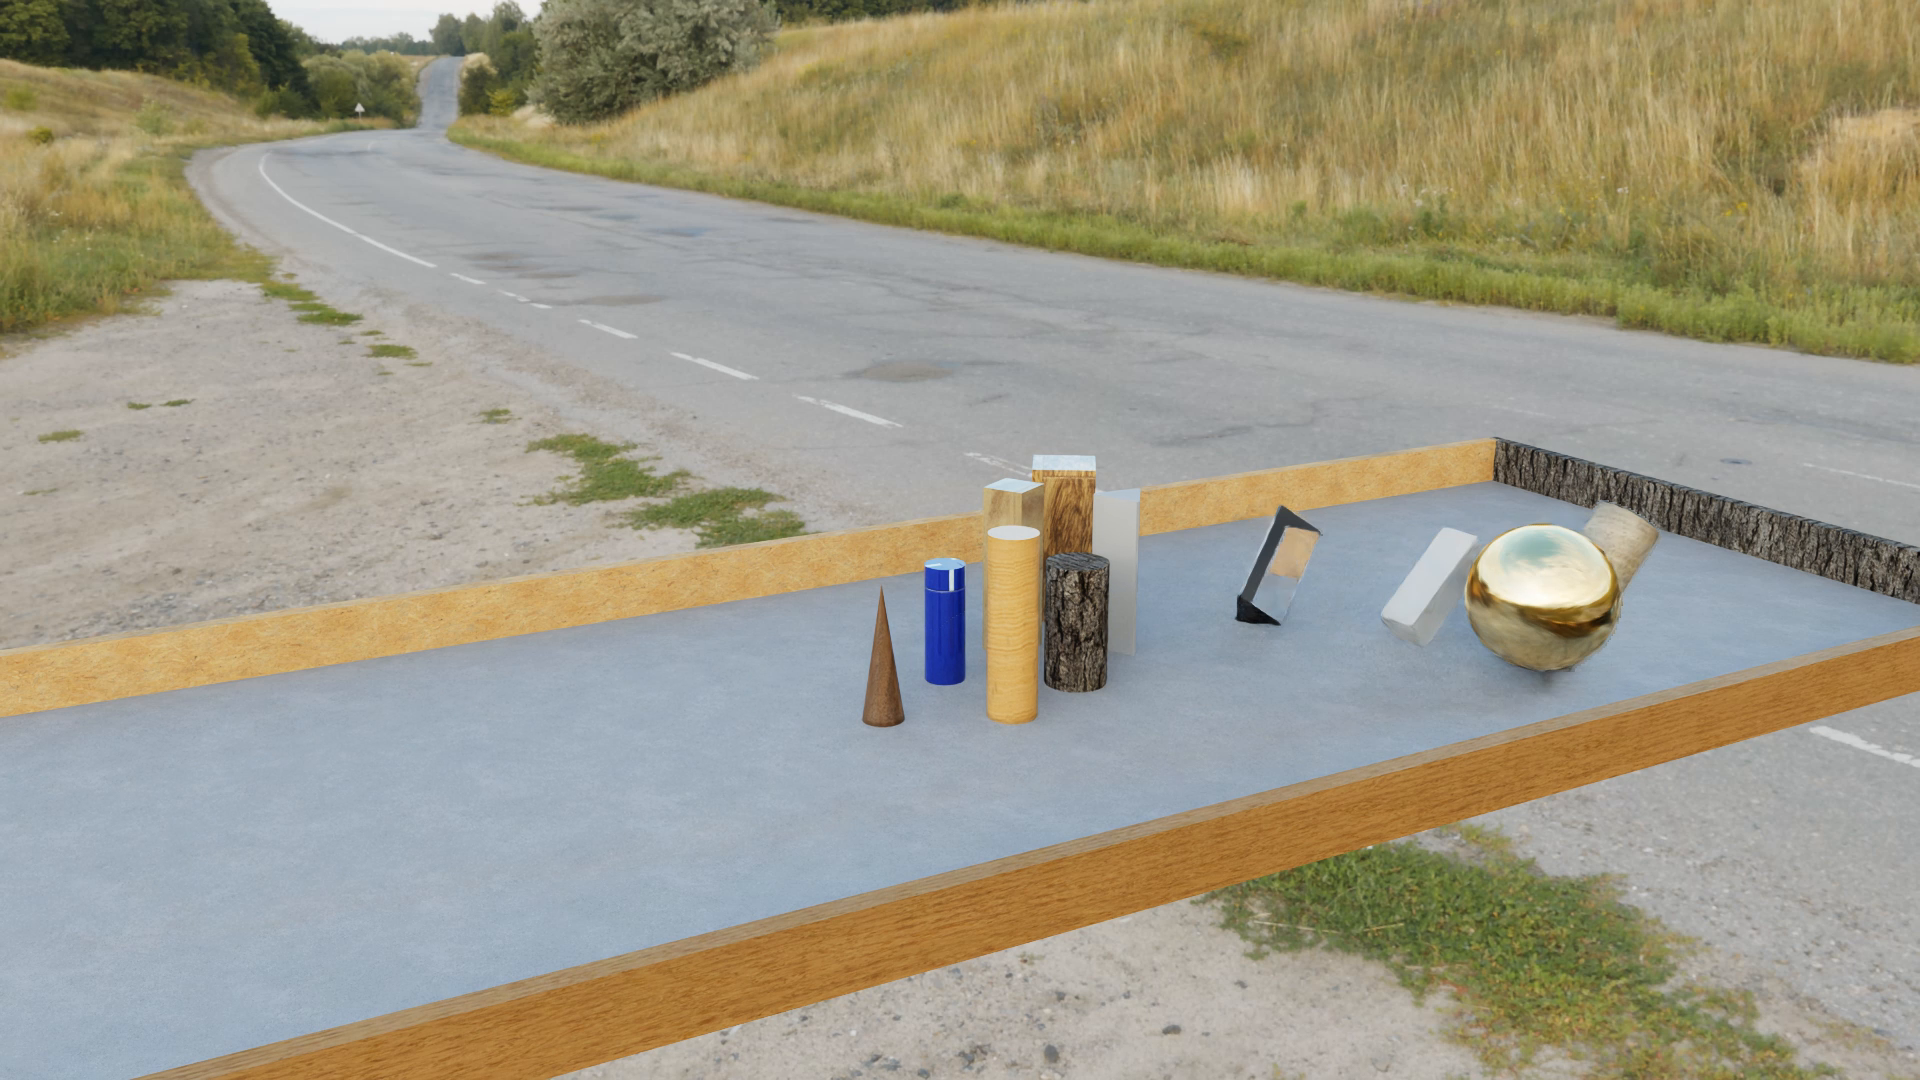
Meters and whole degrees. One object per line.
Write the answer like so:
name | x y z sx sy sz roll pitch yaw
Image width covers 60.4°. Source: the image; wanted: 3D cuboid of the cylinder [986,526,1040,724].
cylinder | 0.124 0.200 3.872 0.121 0.452 0.121 0 16 0

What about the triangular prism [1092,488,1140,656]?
triangular prism | 0.436 0.078 4.349 0.136 0.418 0.118 12 20 35

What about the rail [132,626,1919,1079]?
rail | -2.336 1.006 1.665 12.000 0.150 0.050 -9 18 -27

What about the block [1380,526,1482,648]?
block | 1.257 0.124 4.370 0.307 0.104 0.104 -51 40 -13

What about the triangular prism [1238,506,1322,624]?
triangular prism | 0.856 0.065 4.561 0.144 0.124 0.314 3 55 44

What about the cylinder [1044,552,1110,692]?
cylinder | 0.290 0.204 4.103 0.157 0.314 0.157 0 16 0

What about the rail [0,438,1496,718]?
rail | -3.305 0.497 3.399 12.000 0.150 0.050 -9 18 -27

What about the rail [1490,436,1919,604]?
rail | 2.466 -0.048 5.253 0.050 0.150 2.100 -9 18 -27

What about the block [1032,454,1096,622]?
block | 0.287 -0.004 4.599 0.172 0.435 0.172 1 16 4

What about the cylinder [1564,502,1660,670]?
cylinder | 1.596 0.118 4.206 0.165 0.406 0.165 34 -1 1

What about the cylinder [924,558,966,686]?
cylinder | -0.037 0.204 4.125 0.102 0.302 0.102 0 16 0

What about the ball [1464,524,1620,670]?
ball | 1.406 0.138 3.988 0.356 0.356 0.356 0 16 0

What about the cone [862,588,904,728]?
cone | -0.182 0.263 3.863 0.101 0.336 0.101 0 16 0

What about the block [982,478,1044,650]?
block | 0.139 0.072 4.325 0.115 0.443 0.115 10 19 31
